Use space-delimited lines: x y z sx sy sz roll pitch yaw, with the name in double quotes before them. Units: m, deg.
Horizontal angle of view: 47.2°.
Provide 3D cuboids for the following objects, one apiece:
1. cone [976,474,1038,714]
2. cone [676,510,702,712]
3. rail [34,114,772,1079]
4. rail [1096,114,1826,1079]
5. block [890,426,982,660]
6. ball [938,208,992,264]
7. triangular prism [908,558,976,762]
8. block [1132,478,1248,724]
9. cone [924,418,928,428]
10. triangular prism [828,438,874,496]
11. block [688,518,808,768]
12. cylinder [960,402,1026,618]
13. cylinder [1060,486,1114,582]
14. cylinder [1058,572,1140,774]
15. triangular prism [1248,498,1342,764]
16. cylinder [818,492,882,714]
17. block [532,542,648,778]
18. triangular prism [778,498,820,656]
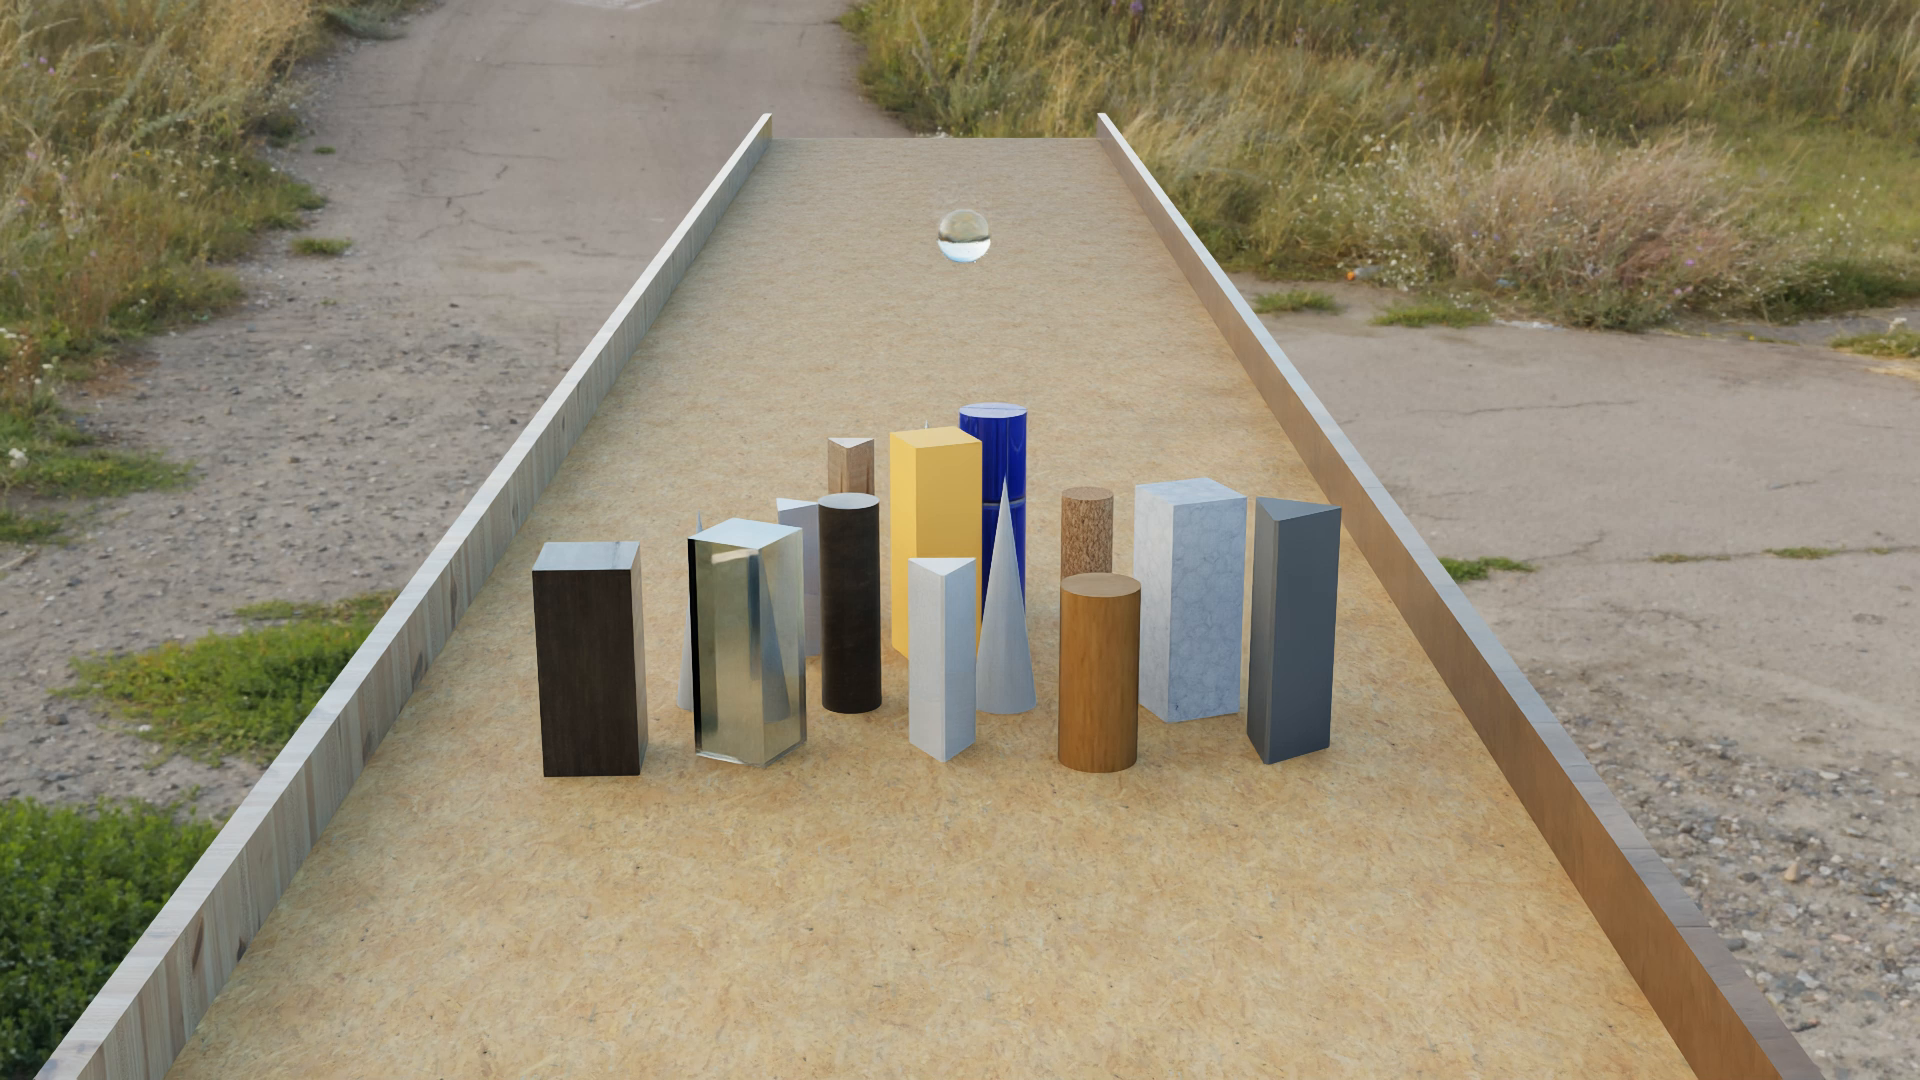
"cone" 0.083 0.094 4.123 0.128 0.449 0.128 0 17 0
"cone" -0.485 0.123 4.134 0.109 0.387 0.109 0 17 0
"rail" -1.118 -0.838 7.780 0.050 0.150 12.000 0 17 -1
"rail" 0.932 -0.844 7.801 0.050 0.150 12.000 0 17 -1
"block" -0.048 0.012 4.400 0.139 0.449 0.139 -7 18 -22
"ball" 0.017 -1.250 9.041 0.221 0.221 0.221 0 17 0
"triangular prism" -0.016 0.206 3.924 0.102 0.348 0.118 -10 19 -30
"block" 0.426 0.111 4.117 0.152 0.420 0.152 -7 18 -22
"cone" -0.073 -0.089 4.871 0.156 0.374 0.156 0 17 0
"triangular prism" -0.241 -0.023 4.633 0.083 0.383 0.096 10 19 30
"block" -0.376 0.182 3.907 0.145 0.404 0.145 8 18 26
"cylinder" 0.069 -0.057 4.637 0.142 0.445 0.142 0 17 0
"cylinder" 0.253 0.069 4.406 0.103 0.336 0.103 0 17 0
"cylinder" 0.245 0.233 3.874 0.141 0.324 0.141 0 17 0
"triangular prism" 0.567 0.154 3.920 0.153 0.449 0.132 -11 20 -33
"cylinder" -0.206 0.119 4.127 0.114 0.399 0.114 0 17 0
"block" -0.646 0.208 3.865 0.167 0.378 0.167 -1 17 -2
"triangular prism" -0.341 0.077 4.414 0.093 0.316 0.080 -12 20 -34
